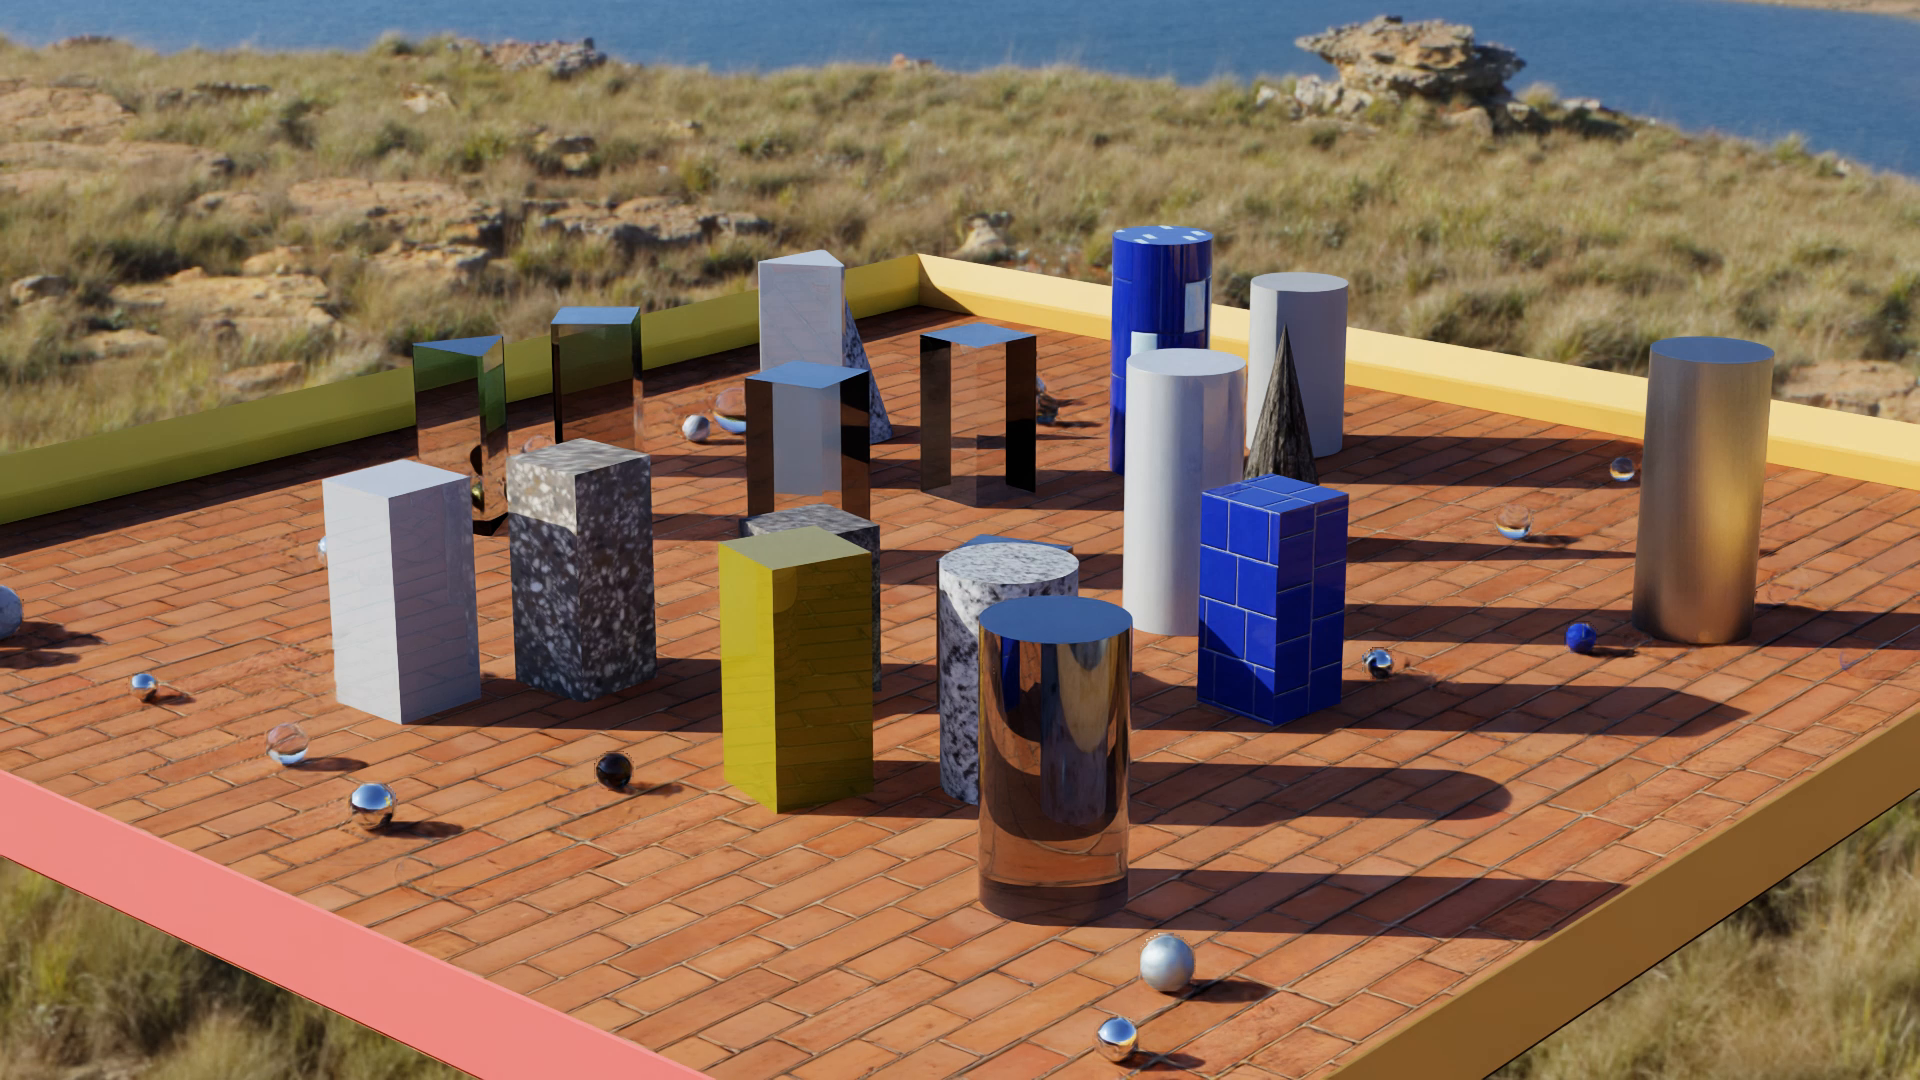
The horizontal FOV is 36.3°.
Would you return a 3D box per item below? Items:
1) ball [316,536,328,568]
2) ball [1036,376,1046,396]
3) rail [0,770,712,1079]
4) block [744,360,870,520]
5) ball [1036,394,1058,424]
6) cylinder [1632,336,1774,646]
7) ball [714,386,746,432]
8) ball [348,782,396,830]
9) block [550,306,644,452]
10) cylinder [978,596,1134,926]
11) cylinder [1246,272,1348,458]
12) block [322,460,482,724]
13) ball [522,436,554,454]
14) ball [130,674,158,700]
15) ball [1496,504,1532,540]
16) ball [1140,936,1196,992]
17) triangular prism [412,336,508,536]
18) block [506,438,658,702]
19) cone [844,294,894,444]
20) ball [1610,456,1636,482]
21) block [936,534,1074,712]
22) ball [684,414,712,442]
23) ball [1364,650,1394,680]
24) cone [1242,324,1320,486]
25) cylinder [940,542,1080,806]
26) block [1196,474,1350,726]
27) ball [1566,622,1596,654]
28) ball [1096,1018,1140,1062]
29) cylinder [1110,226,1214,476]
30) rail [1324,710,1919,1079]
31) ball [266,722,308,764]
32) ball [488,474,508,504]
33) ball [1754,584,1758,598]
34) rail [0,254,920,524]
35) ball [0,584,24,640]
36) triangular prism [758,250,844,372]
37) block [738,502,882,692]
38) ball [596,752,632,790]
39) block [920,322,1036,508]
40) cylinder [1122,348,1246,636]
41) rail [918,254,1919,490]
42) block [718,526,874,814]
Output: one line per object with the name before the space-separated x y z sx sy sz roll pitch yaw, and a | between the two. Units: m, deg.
ball | -1.125 0.020 5.278 0.065 0.065 0.065 0 17 0
ball | 0.158 -0.333 6.453 0.062 0.062 0.062 0 17 0
rail | -1.130 0.408 3.874 3.315 0.130 0.045 14 22 39
block | -0.271 -0.125 5.255 0.160 0.354 0.160 9 19 29
ball | 0.178 -0.280 6.273 0.065 0.065 0.065 0 17 0
cylinder | 1.240 -0.084 4.901 0.199 0.480 0.199 0 17 0
ball | -0.472 -0.275 6.200 0.098 0.098 0.098 0 17 0
ball | -0.823 0.373 4.103 0.066 0.066 0.066 0 17 0
block | -0.730 -0.302 5.922 0.160 0.310 0.160 0 17 1
cylinder | 0.124 0.286 3.835 0.199 0.386 0.199 0 17 0
cylinder | 0.696 -0.363 6.057 0.199 0.348 0.199 0 17 0
block | -0.868 0.078 4.567 0.160 0.363 0.160 14 22 39
ball | -0.845 -0.174 5.881 0.070 0.070 0.070 0 17 0
ball | -1.285 0.231 4.614 0.043 0.043 0.043 0 17 0
ball | 1.030 -0.033 5.454 0.065 0.065 0.065 0 17 0
ball | 0.255 0.521 3.606 0.068 0.068 0.068 0 17 0
triangular prism | -0.909 -0.204 5.536 0.173 0.345 0.150 11 20 33
block | -0.600 0.046 4.660 0.160 0.371 0.160 14 22 39
cone | -0.240 -0.369 6.160 0.199 0.301 0.199 0 17 0
ball | 1.318 -0.141 5.836 0.050 0.050 0.050 0 17 0
block | 0.070 0.139 4.569 0.160 0.246 0.160 8 18 25
ball | -0.549 -0.233 6.129 0.059 0.059 0.059 0 17 0
ball | 0.673 0.200 4.710 0.047 0.047 0.047 0 17 0
cone | 0.587 -0.190 5.346 0.199 0.427 0.199 0 17 0
cylinder | 0.070 0.193 4.232 0.199 0.336 0.199 0 17 0
block | 0.486 0.091 4.562 0.160 0.342 0.160 -15 22 -40
ball | 1.023 0.161 4.833 0.050 0.050 0.050 0 17 0
ball | 0.184 0.584 3.426 0.052 0.052 0.052 0 17 0
cylinder | 0.402 -0.376 5.878 0.199 0.477 0.199 0 17 0
rail | 1.234 0.341 4.094 0.045 0.130 3.494 14 22 39
ball | -0.998 0.302 4.345 0.062 0.062 0.062 0 17 0
ball | -0.885 -0.098 5.679 0.059 0.059 0.059 0 17 0
ball | 1.337 0.082 5.049 0.071 0.071 0.071 0 17 0
rail | -1.234 -0.276 6.145 0.045 0.130 3.494 14 22 39
ball | -1.612 0.120 4.894 0.093 0.093 0.093 0 17 0
triangular prism | -0.292 -0.344 5.826 0.173 0.444 0.150 4 17 13
block | -0.237 0.103 4.637 0.160 0.274 0.160 -12 21 -35
ball | -0.501 0.335 4.251 0.053 0.053 0.053 0 17 0
block | 0.035 -0.245 5.721 0.160 0.317 0.160 -15 22 -41
cylinder | 0.377 -0.082 4.949 0.199 0.449 0.199 0 17 0
rail | 1.130 -0.343 6.366 3.315 0.130 0.045 14 22 39
block | -0.235 0.184 4.216 0.160 0.363 0.160 -10 20 -31
